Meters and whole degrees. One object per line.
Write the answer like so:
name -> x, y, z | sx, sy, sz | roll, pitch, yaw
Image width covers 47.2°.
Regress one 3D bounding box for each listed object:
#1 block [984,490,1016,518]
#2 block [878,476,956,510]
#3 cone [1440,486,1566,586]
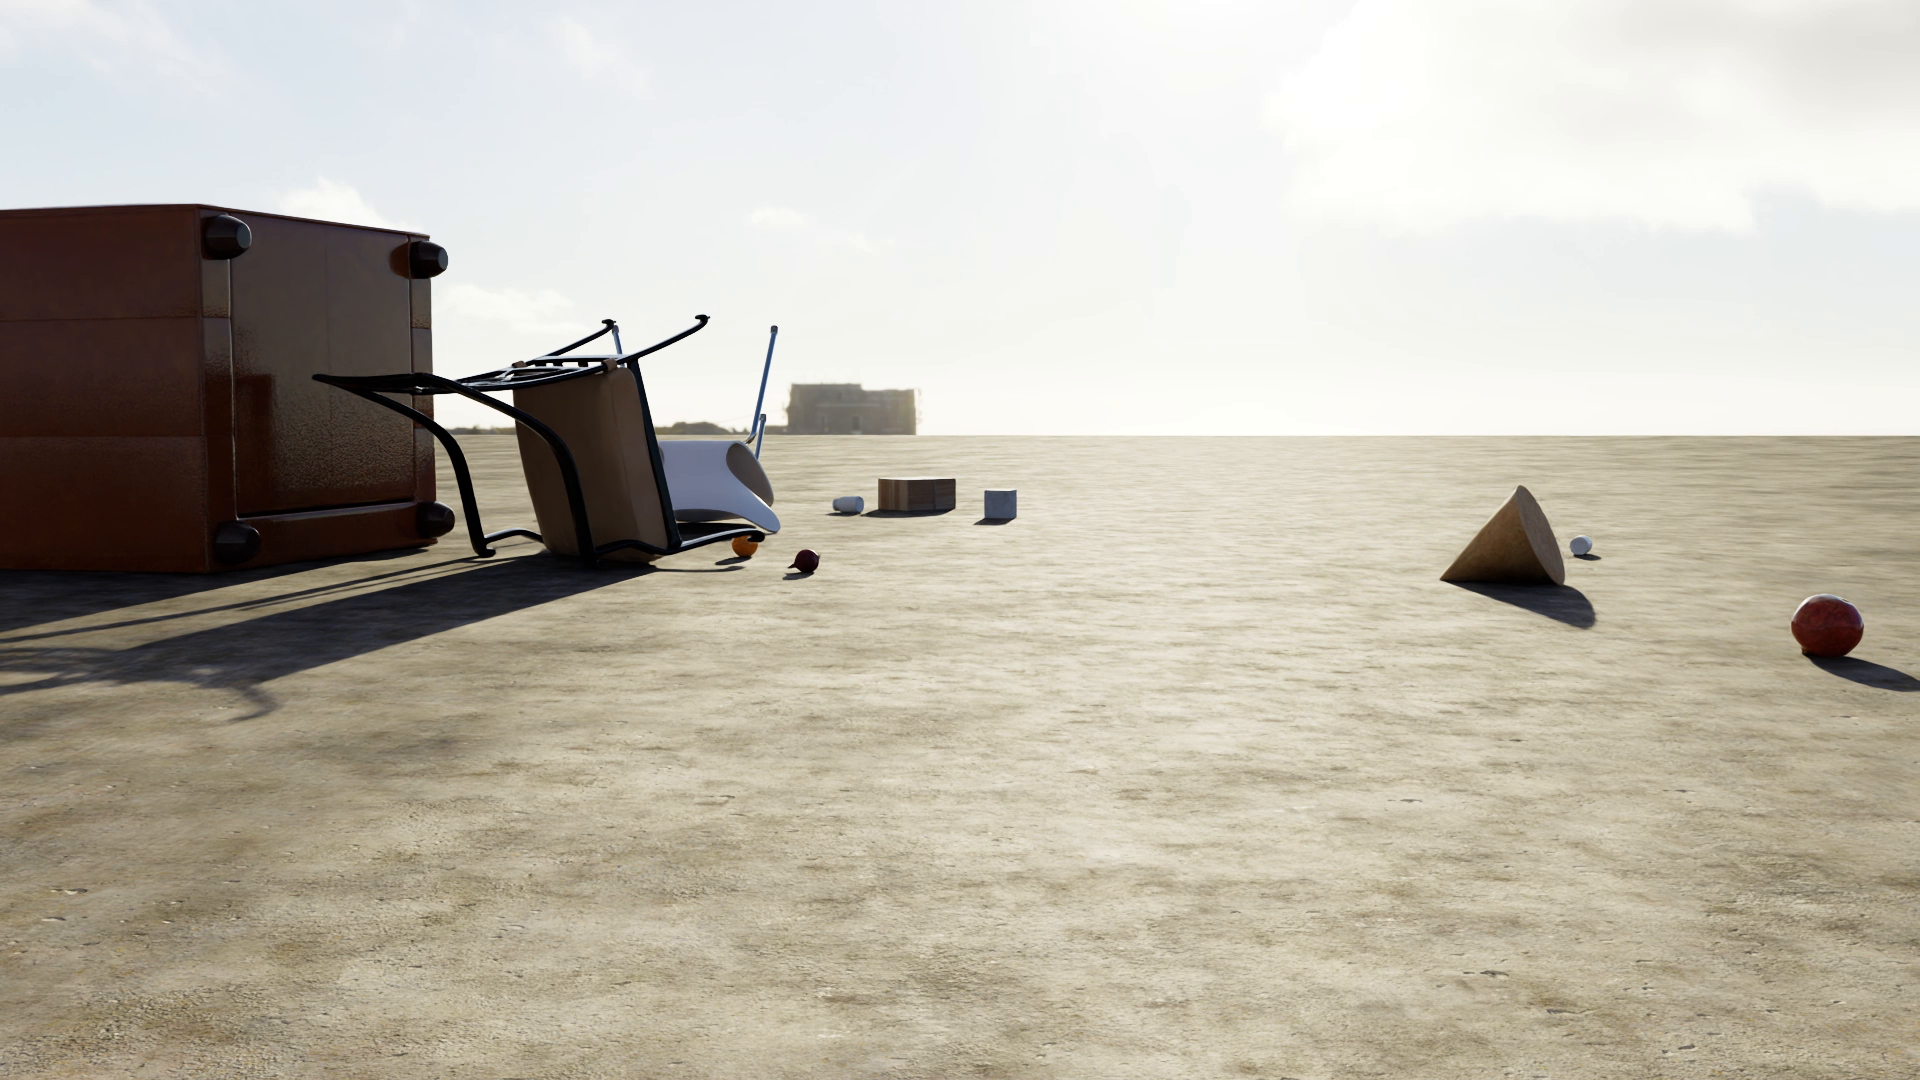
block -> 0.142, -0.127, 7.685 | 0.095, 0.097, 0.072 | 2, 4, 22
block -> -0.162, -0.175, 8.256 | 0.229, 0.114, 0.182 | -3, 5, -40
cone -> 1.231, 0.041, 5.119 | 0.263, 0.256, 0.234 | -27, -44, 27
